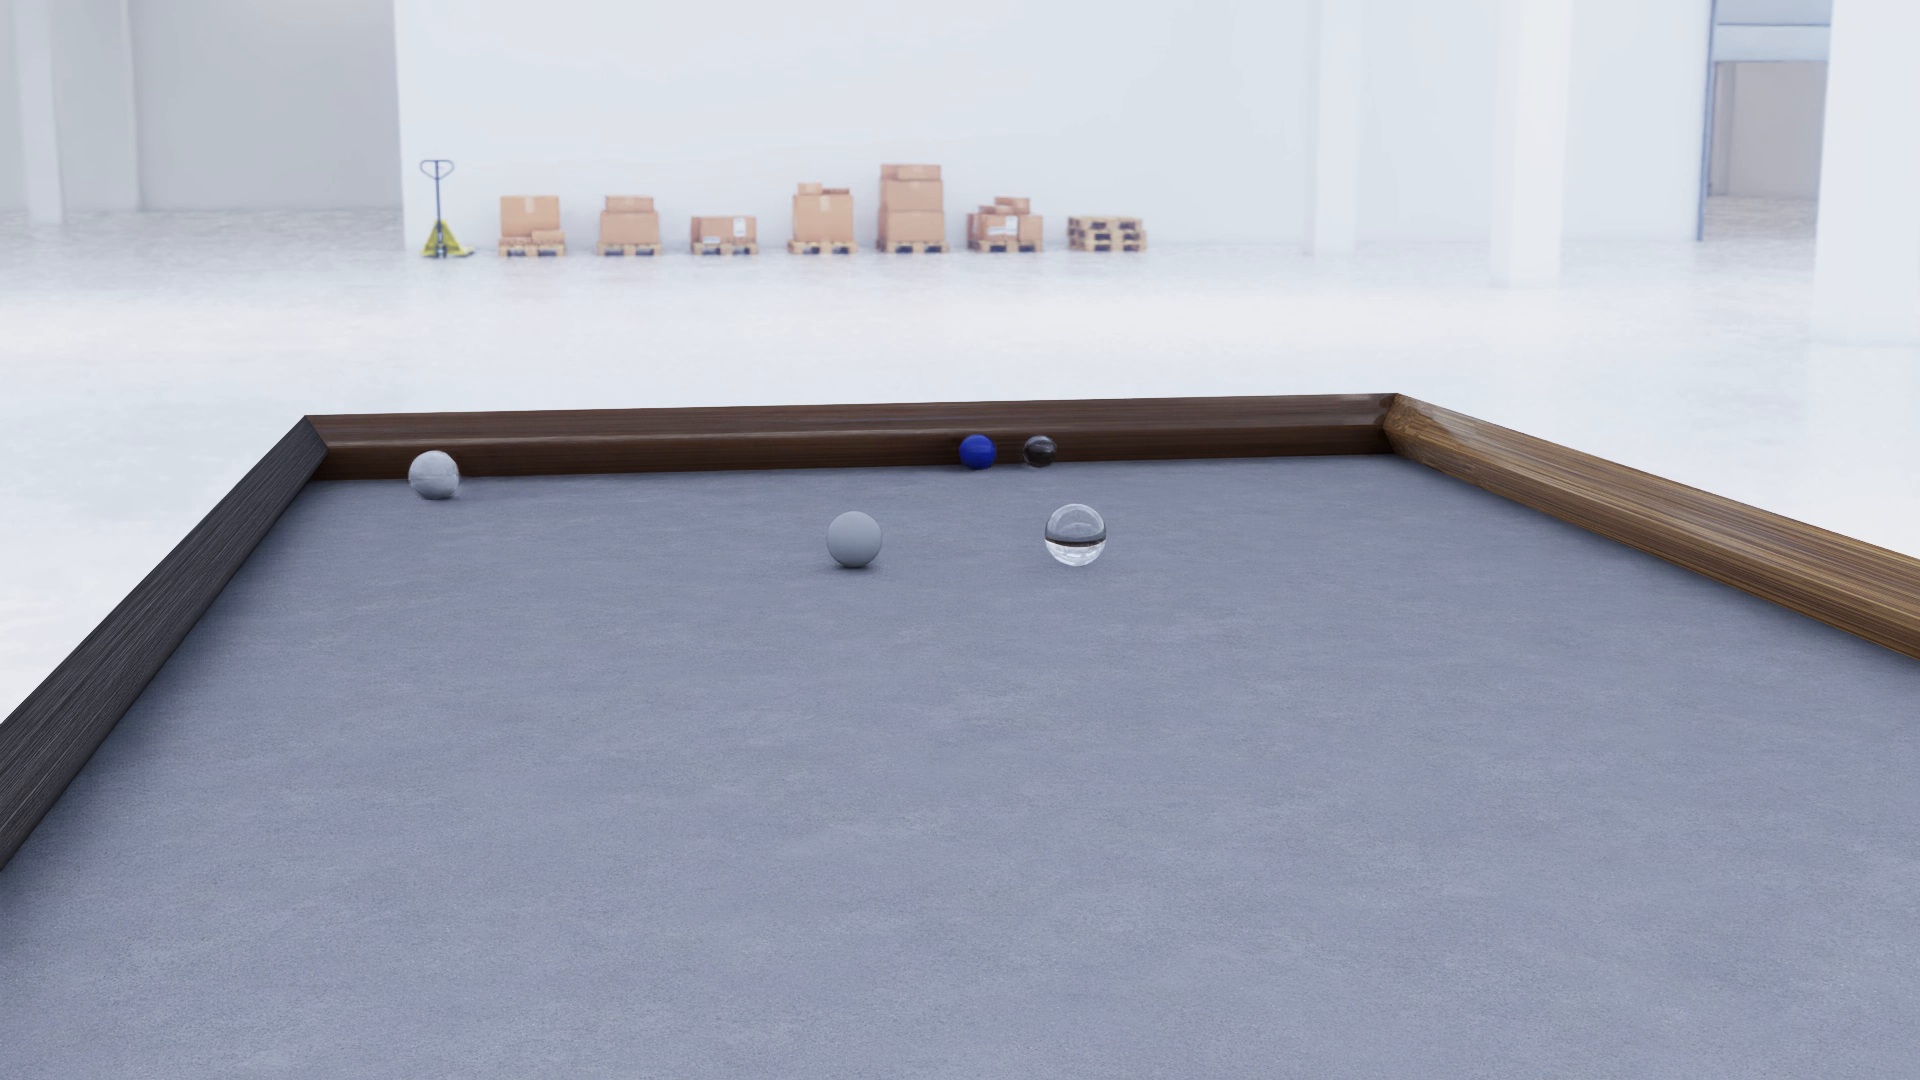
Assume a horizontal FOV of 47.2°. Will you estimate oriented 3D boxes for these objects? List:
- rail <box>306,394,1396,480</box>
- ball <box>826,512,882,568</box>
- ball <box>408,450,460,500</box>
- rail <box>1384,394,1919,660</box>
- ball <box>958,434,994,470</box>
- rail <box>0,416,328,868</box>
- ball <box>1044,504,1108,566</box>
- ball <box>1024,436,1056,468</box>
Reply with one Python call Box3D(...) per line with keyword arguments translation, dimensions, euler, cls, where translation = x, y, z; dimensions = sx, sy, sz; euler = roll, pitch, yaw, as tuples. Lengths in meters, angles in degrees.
Box3D(translation=(-0.162, -0.197, 4.197), dimensions=(2.107, 0.121, 0.045), euler=(-2, 11, -9), cls="rail")
Box3D(translation=(-0.156, -0.001, 3.246), dimensions=(0.083, 0.083, 0.083), euler=(0, 10, 0), cls="ball")
Box3D(translation=(-0.918, -0.113, 3.840), dimensions=(0.087, 0.087, 0.087), euler=(0, 10, 0), cls="ball")
Box3D(translation=(1.182, 0.125, 2.455), dimensions=(0.045, 0.121, 3.990), euler=(-2, 11, -9), cls="rail")
Box3D(translation=(0.032, -0.167, 4.185), dimensions=(0.068, 0.068, 0.068), euler=(0, 10, 0), cls="ball")
Box3D(translation=(-0.849, 0.187, 2.117), dimensions=(0.045, 0.121, 3.990), euler=(-2, 11, -9), cls="rail")
Box3D(translation=(0.171, -0.007, 3.252), dimensions=(0.093, 0.093, 0.093), euler=(0, 10, 0), cls="ball")
Box3D(translation=(0.152, -0.169, 4.212), dimensions=(0.062, 0.062, 0.062), euler=(0, 10, 0), cls="ball")
